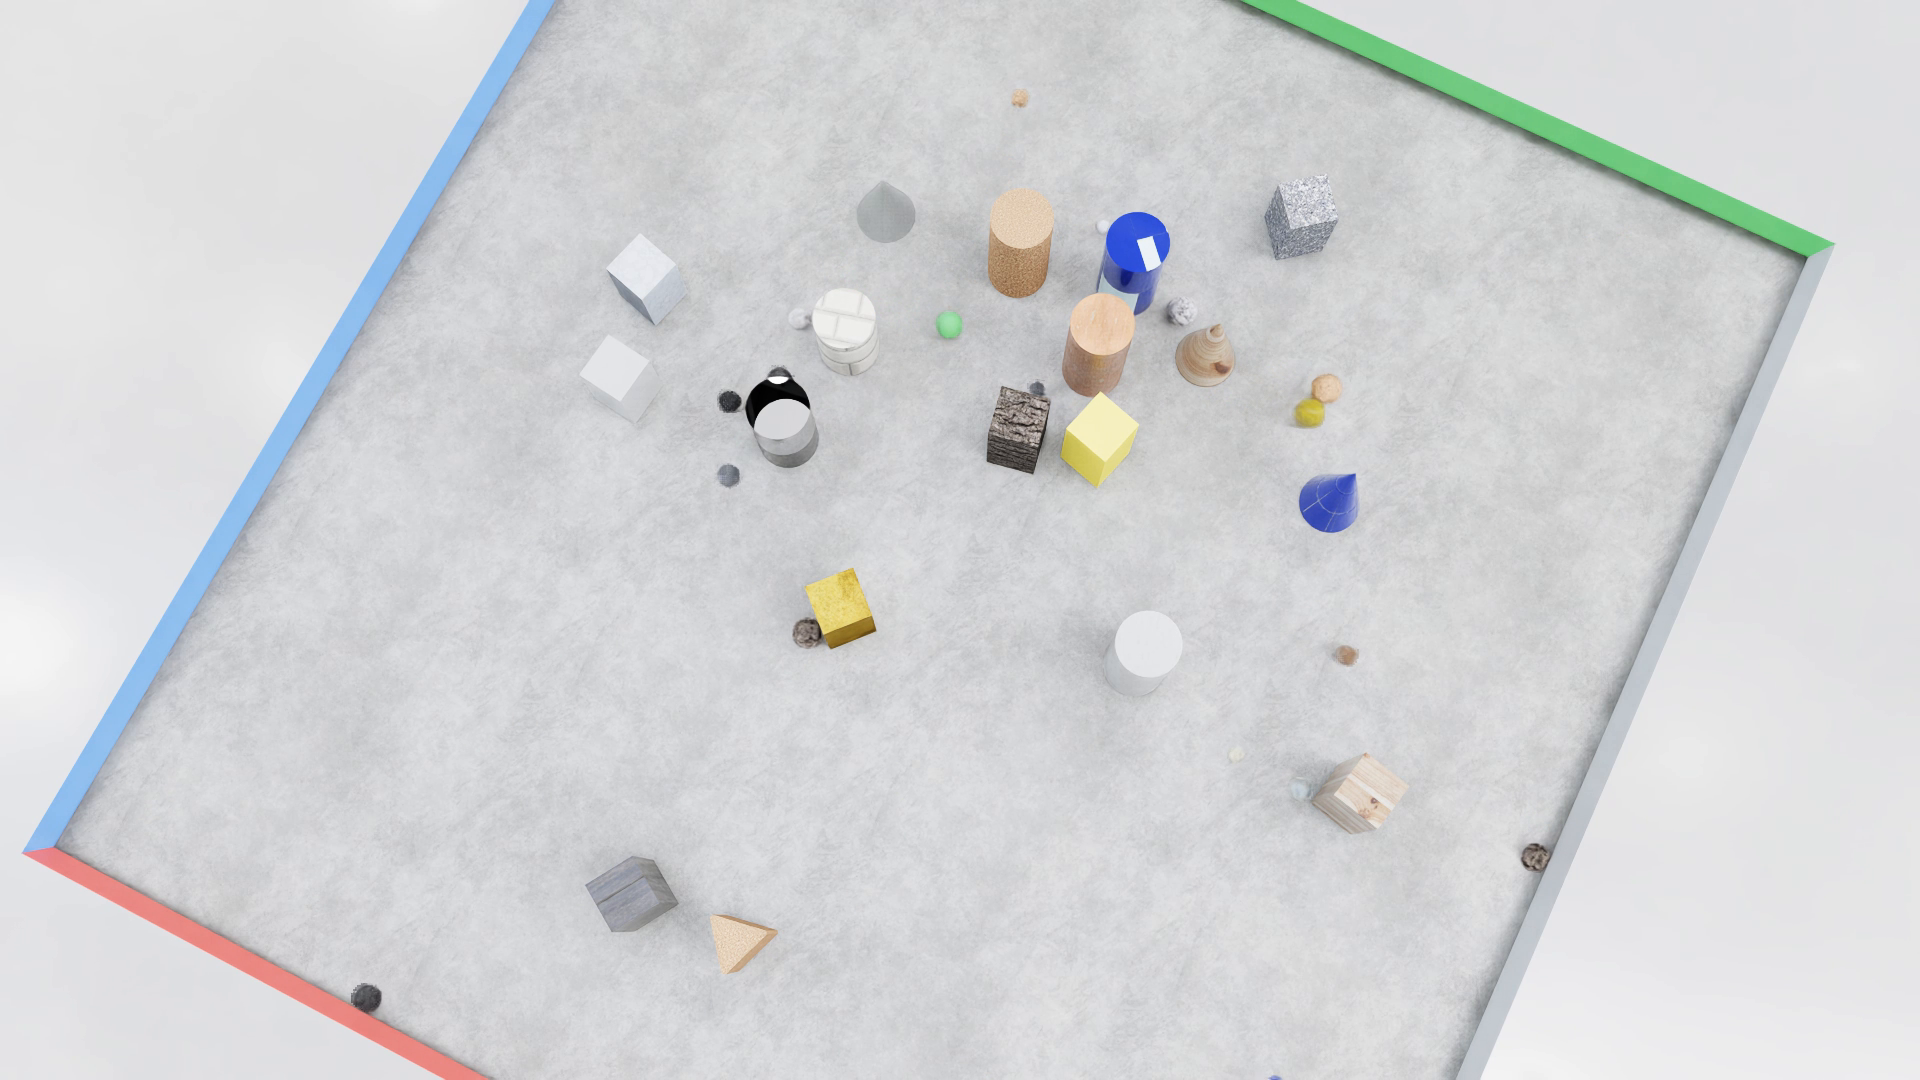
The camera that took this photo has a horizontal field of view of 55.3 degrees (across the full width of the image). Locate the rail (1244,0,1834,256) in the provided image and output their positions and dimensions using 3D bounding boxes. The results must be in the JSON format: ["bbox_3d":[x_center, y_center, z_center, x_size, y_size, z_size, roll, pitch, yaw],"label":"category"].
[{"bbox_3d":[0.906,-1.768,5.919,4.028,0.122,0.045,26,80,5],"label":"rail"}]

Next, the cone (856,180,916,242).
[{"bbox_3d":[-0.235,-1.063,5.691,0.188,0.285,0.188,0,78,0],"label":"cone"}]

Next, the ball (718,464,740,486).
[{"bbox_3d":[-0.709,-0.198,5.622,0.070,0.070,0.070,0,78,0],"label":"ball"}]

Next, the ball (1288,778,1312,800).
[{"bbox_3d":[1.007,0.737,5.429,0.069,0.069,0.069,0,78,0],"label":"ball"}]

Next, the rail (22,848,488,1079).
[{"bbox_3d":[-0.906,1.781,5.185,4.028,0.122,0.045,26,80,5],"label":"rail"}]

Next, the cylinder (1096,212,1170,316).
[{"bbox_3d":[0.523,-0.834,5.581,0.188,0.406,0.188,0,78,0],"label":"cylinder"}]

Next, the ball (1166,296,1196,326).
[{"bbox_3d":[0.691,-0.713,5.716,0.094,0.094,0.094,0,78,0],"label":"ball"}]

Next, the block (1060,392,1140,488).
[{"bbox_3d":[0.417,-0.297,5.508,0.151,0.332,0.151,41,81,8],"label":"block"}]

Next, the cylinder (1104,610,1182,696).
[{"bbox_3d":[0.526,0.334,5.323,0.188,0.440,0.188,0,78,0],"label":"cylinder"}]

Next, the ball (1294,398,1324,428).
[{"bbox_3d":[1.076,-0.392,5.650,0.092,0.092,0.092,0,78,0],"label":"ball"}]

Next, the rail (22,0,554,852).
[{"bbox_3d":[-1.780,-0.865,5.732,0.045,0.122,4.099,26,80,5],"label":"rail"}]

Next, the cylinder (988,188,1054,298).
[{"bbox_3d":[0.182,-0.899,5.581,0.188,0.434,0.188,0,78,0],"label":"cylinder"}]

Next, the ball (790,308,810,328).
[{"bbox_3d":[-0.502,-0.694,5.727,0.064,0.064,0.064,0,78,0],"label":"ball"}]

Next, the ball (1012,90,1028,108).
[{"bbox_3d":[0.193,-1.415,5.881,0.055,0.055,0.055,0,78,0],"label":"ball"}]

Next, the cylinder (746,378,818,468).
[{"bbox_3d":[-0.531,-0.349,5.511,0.188,0.348,0.188,0,78,0],"label":"cylinder"}]

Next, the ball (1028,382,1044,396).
[{"bbox_3d":[0.238,-0.465,5.687,0.051,0.051,0.051,0,78,0],"label":"ball"}]

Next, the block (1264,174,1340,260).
[{"bbox_3d":[1.057,-0.999,5.685,0.151,0.271,0.151,-12,79,-2],"label":"block"}]

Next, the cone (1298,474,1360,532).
[{"bbox_3d":[1.137,-0.152,5.451,0.188,0.386,0.188,0,78,0],"label":"cone"}]

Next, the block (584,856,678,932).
[{"bbox_3d":[-0.930,1.011,5.222,0.151,0.362,0.151,-31,80,-6],"label":"block"}]

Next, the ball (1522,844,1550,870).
[{"bbox_3d":[1.691,0.932,5.383,0.080,0.080,0.080,0,78,0],"label":"ball"}]

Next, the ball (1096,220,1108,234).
[{"bbox_3d":[0.451,-0.992,5.801,0.041,0.041,0.041,0,78,0],"label":"ball"}]

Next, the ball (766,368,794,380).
[{"bbox_3d":[-0.559,-0.493,5.675,0.084,0.084,0.084,0,78,0],"label":"ball"}]

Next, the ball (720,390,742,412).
[{"bbox_3d":[-0.711,-0.430,5.671,0.067,0.067,0.067,0,78,0],"label":"ball"}]

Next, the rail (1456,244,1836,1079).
[{"bbox_3d":[1.780,0.878,5.371,0.045,0.122,4.099,26,80,5],"label":"rail"}]

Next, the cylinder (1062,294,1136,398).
[{"bbox_3d":[0.413,-0.581,5.514,0.188,0.436,0.188,0,78,0],"label":"cylinder"}]

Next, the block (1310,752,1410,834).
[{"bbox_3d":[1.148,0.734,5.280,0.151,0.361,0.151,38,81,7],"label":"block"}]

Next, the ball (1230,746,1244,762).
[{"bbox_3d":[0.825,0.637,5.462,0.045,0.045,0.045,0,78,0],"label":"ball"}]

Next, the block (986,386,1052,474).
[{"bbox_3d":[0.174,-0.327,5.512,0.151,0.338,0.151,15,79,3],"label":"block"}]

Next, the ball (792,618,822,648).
[{"bbox_3d":[-0.460,0.280,5.512,0.092,0.092,0.092,0,78,0],"label":"ball"}]

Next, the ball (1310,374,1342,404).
[{"bbox_3d":[1.132,-0.467,5.665,0.093,0.093,0.093,0,78,0],"label":"ball"}]

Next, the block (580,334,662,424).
[{"bbox_3d":[-1.031,-0.488,5.587,0.151,0.254,0.151,33,80,6],"label":"block"}]

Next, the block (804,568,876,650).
[{"bbox_3d":[-0.350,0.206,5.420,0.151,0.301,0.151,-22,79,-4],"label":"block"}]

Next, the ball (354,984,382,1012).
[{"bbox_3d":[-1.713,1.327,5.302,0.078,0.078,0.078,0,78,0],"label":"ball"}]

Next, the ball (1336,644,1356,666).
[{"bbox_3d":[1.162,0.346,5.513,0.063,0.063,0.063,0,78,0],"label":"ball"}]

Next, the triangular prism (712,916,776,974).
[{"bbox_3d":[-0.641,1.123,5.221,0.163,0.319,0.141,-43,82,-8],"label":"triangular prism"}]

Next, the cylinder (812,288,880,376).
[{"bbox_3d":[-0.346,-0.634,5.603,0.188,0.283,0.188,0,78,0],"label":"cylinder"}]

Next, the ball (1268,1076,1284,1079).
[{"bbox_3d":[0.905,1.571,5.258,0.066,0.066,0.066,0,78,0],"label":"ball"}]

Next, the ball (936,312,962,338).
[{"bbox_3d":[-0.035,-0.672,5.713,0.083,0.083,0.083,0,78,0],"label":"ball"}]

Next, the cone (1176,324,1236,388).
[{"bbox_3d":[0.768,-0.604,5.565,0.188,0.345,0.188,0,78,0],"label":"cone"}]

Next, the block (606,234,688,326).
[{"bbox_3d":[-0.963,-0.801,5.655,0.151,0.250,0.151,41,81,8],"label":"block"}]
